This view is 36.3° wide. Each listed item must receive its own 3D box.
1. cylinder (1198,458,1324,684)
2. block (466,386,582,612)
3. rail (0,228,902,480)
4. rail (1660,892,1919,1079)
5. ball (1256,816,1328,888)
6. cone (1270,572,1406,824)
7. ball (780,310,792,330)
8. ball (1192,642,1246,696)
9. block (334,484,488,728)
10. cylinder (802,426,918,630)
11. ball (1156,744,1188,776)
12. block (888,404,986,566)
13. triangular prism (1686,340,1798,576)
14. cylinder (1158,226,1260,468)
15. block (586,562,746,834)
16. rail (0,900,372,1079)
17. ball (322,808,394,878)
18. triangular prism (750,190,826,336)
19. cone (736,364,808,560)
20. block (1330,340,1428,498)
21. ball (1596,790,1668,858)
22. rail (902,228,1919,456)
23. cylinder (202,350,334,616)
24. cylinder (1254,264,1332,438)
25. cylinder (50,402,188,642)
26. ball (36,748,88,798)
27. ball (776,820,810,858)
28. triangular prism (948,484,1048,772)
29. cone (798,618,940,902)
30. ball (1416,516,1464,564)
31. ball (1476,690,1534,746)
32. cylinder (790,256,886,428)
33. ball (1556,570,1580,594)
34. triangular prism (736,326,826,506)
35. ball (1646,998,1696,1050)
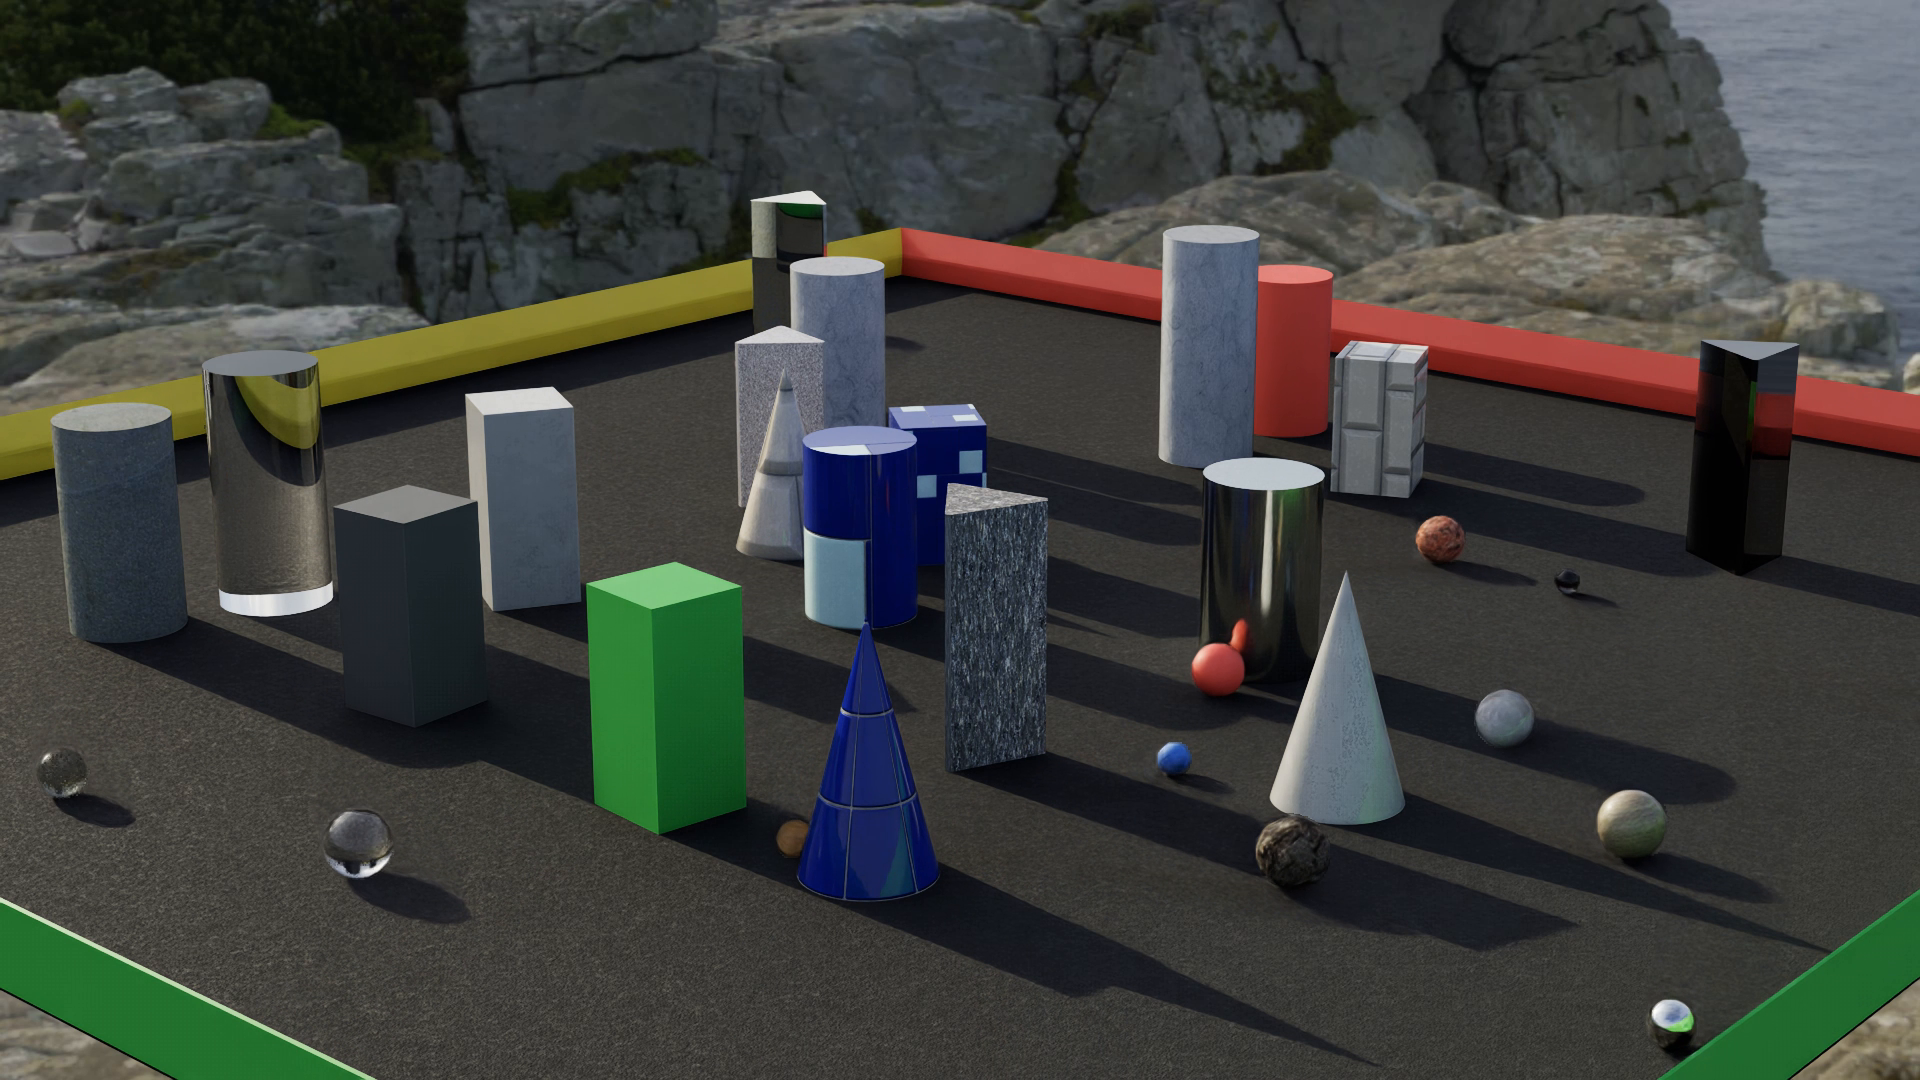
[{"bbox_3d":[0.485,0.048,4.727,0.193,0.323,0.193,0,17,0],"label":"cylinder"},{"bbox_3d":[-0.757,-0.072,5.082,0.155,0.349,0.155,-6,18,-20],"label":"block"},{"bbox_3d":[-1.436,-0.329,6.314,0.045,0.126,3.961,14,22,39],"label":"rail"},{"bbox_3d":[1.436,0.392,3.926,0.045,0.126,3.961,14,22,39],"label":"rail"},{"bbox_3d":[0.442,0.416,3.901,0.097,0.097,0.097,0,17,0],"label":"ball"},{"bbox_3d":[0.542,0.207,4.162,0.193,0.345,0.193,0,17,0],"label":"cone"},{"bbox_3d":[-0.406,-0.529,7.099,0.057,0.057,0.057,0,17,0],"label":"ball"},{"bbox_3d":[0.407,0.204,4.623,0.084,0.084,0.084,0,17,0],"label":"ball"},{"bbox_3d":[-0.851,0.100,4.549,0.155,0.326,0.155,12,21,35],"label":"block"},{"bbox_3d":[-0.169,-0.022,4.991,0.193,0.305,0.193,0,17,0],"label":"cylinder"},{"bbox_3d":[0.312,0.321,4.299,0.047,0.047,0.047,0,17,0],"label":"ball"},{"bbox_3d":[-0.041,-0.101,5.336,0.155,0.256,0.155,-3,17,-9],"label":"block"},{"bbox_3d":[1.389,-0.157,5.283,0.145,0.395,0.167,14,22,38],"label":"triangular prism"},{"bbox_3d":[0.504,-0.393,5.952,0.193,0.461,0.193,0,17,0],"label":"cylinder"},{"bbox_3d":[-0.414,0.221,4.141,0.155,0.330,0.155,-14,22,-40],"label":"block"},{"bbox_3d":[-1.283,0.458,3.706,3.852,0.126,0.045,14,22,39],"label":"rail"},{"bbox_3d":[-0.807,0.408,3.933,0.093,0.093,0.093,0,17,0],"label":"ball"},{"bbox_3d":[-0.348,-0.520,6.376,0.167,0.458,0.145,5,17,15],"label":"triangular prism"},{"bbox_3d":[-0.317,-0.156,5.366,0.193,0.344,0.193,0,17,0],"label":"cone"},{"bbox_3d":[0.826,-0.239,5.771,0.155,0.269,0.155,5,18,18],"label":"block"},{"bbox_3d":[0.917,0.387,3.999,0.094,0.094,0.094,0,17,0],"label":"ball"},{"bbox_3d":[1.283,-0.395,6.535,3.852,0.126,0.045,14,22,39],"label":"rail"},{"bbox_3d":[-1.190,-0.099,5.045,0.193,0.421,0.193,0,17,0],"label":"cylinder"},{"bbox_3d":[0.686,-0.401,6.205,0.193,0.329,0.193,0,17,0],"label":"cylinder"},{"bbox_3d":[-1.408,-0.031,4.917,0.193,0.364,0.193,0,17,0],"label":"cylinder"},{"bbox_3d":[-1.291,0.334,4.214,0.071,0.071,0.071,0,17,0],"label":"ball"},{"bbox_3d":[-0.225,0.408,4.005,0.051,0.051,0.051,0,17,0],"label":"ball"},{"bbox_3d":[0.021,0.122,4.358,0.167,0.394,0.145,-9,19,-27],"label":"triangular prism"},{"bbox_3d":[-0.123,0.273,3.905,0.193,0.367,0.193,0,17,0],"label":"cone"},{"bbox_3d":[0.868,-0.001,5.300,0.086,0.086,0.086,0,17,0],"label":"ball"},{"bbox_3d":[0.819,0.268,4.409,0.086,0.086,0.086,0,17,0],"label":"ball"},{"bbox_3d":[-0.250,-0.375,6.028,0.193,0.382,0.193,0,17,0],"label":"cylinder"},{"bbox_3d":[1.064,0.073,5.131,0.042,0.042,0.042,0,17,0],"label":"ball"},{"bbox_3d":[-0.345,-0.241,5.685,0.167,0.323,0.145,-1,17,-3],"label":"triangular prism"},{"bbox_3d":[0.838,0.570,3.455,0.058,0.058,0.058,0,17,0],"label":"ball"}]
